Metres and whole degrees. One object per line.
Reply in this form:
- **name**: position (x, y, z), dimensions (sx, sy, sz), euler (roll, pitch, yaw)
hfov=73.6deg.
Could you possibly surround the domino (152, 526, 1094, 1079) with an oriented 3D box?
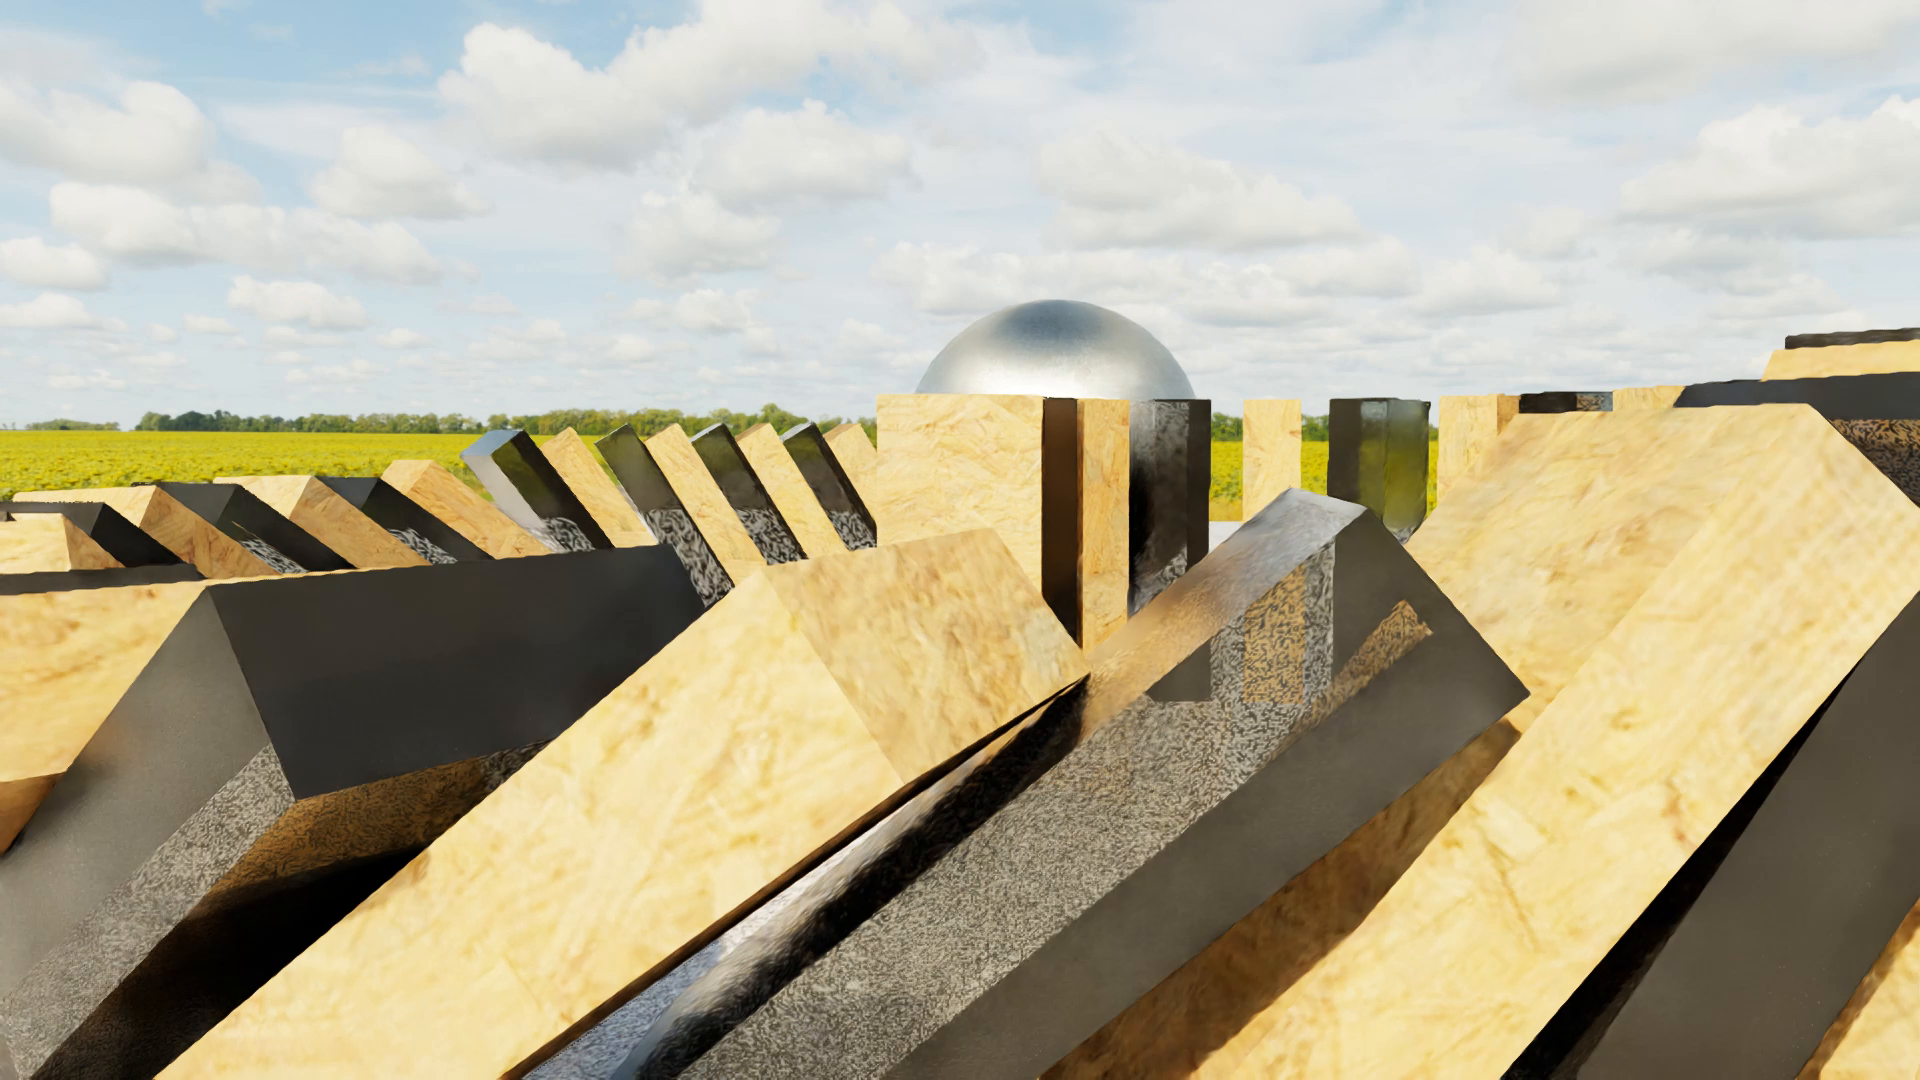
- **domino**: position (-0.019, 0.019, 0.066), dimensions (0.050, 0.010, 0.025), euler (-38, -10, 20)

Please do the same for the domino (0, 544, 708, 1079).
- **domino**: position (-0.037, 0.019, 0.071), dimensions (0.050, 0.009, 0.025), euler (-39, -17, 28)

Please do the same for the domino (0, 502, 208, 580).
- **domino**: position (-0.126, 0.011, 0.194), dimensions (0.025, 0.010, 0.050), euler (0, -28, 6)

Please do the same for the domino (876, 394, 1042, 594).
- **domino**: position (0.000, 0.002, 0.201), dimensions (0.025, 0.050, 0.009), euler (0, 4, 1)

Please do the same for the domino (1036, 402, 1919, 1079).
- **domino**: position (0.023, 0.015, 0.068), dimensions (0.010, 0.050, 0.025), euler (40, 1, -6)

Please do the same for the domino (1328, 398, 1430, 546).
- **domino**: position (0.072, 0.001, 0.223), dimensions (0.009, 0.050, 0.025), euler (3, 5, 35)

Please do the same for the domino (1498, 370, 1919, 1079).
- **domino**: position (0.038, 0.014, 0.071), dimensions (0.009, 0.050, 0.025), euler (35, -1, -9)

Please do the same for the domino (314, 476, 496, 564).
- **domino**: position (-0.110, 0.005, 0.266), dimensions (0.025, 0.010, 0.050), euler (3, -29, 33)

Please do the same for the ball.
- **ball**: position (0.025, -0.023, 0.338), dimensions (0.080, 0.080, 0.080), euler (0, 4, 0)

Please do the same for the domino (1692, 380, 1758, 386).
- **domino**: position (0.104, 0.006, 0.158), dimensions (0.025, 0.050, 0.009), euler (0, 4, 1)

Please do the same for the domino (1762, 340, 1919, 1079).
- **domino**: position (0.055, 0.012, 0.078), dimensions (0.009, 0.050, 0.025), euler (27, -4, -19)

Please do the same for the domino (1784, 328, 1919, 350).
- **domino**: position (0.069, 0.010, 0.089), dimensions (0.010, 0.050, 0.025), euler (16, -6, -36)

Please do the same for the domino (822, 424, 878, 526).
- **domino**: position (-0.020, -0.007, 0.338), dimensions (0.009, 0.050, 0.025), euler (-33, 12, -12)

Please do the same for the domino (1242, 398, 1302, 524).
- **domino**: position (0.055, 0.000, 0.230), dimensions (0.010, 0.050, 0.025), euler (1, 4, 12)

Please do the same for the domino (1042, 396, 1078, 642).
- **domino**: position (0.007, 0.001, 0.216), dimensions (0.025, 0.050, 0.009), euler (3, 6, 39)

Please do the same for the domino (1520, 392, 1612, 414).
- **domino**: position (0.097, 0.003, 0.195), dimensions (0.025, 0.050, 0.009), euler (-2, 5, -28)

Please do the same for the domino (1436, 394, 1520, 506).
- **domino**: position (0.088, 0.002, 0.208), dimensions (0.025, 0.050, 0.009), euler (-4, 6, -40)

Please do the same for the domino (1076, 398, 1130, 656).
- **domino**: position (0.018, 0.001, 0.226), dimensions (0.010, 0.050, 0.025), euler (-3, 5, -32)

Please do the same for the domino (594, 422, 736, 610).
- **domino**: position (-0.074, -0.005, 0.323), dimensions (0.009, 0.050, 0.025), euler (-34, 13, -12)

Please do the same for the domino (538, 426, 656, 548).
- **domino**: position (-0.085, -0.004, 0.316), dimensions (0.009, 0.050, 0.025), euler (-37, 14, -13)

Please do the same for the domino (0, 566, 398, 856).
- **domino**: position (-0.056, 0.019, 0.081), dimensions (0.050, 0.010, 0.025), euler (-38, -20, 35)

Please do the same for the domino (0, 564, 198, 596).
- **domino**: position (-0.073, 0.018, 0.092), dimensions (0.025, 0.010, 0.050), euler (-4, -26, -43)

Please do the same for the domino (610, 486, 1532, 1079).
- **domino**: position (0.002, 0.018, 0.066), dimensions (0.050, 0.009, 0.025), euler (-41, -2, 9)

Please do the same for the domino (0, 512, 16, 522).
- **domino**: position (-0.117, 0.013, 0.153), dimensions (0.025, 0.009, 0.050), euler (-3, -27, -12)

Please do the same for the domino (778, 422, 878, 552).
- **domino**: position (-0.031, -0.006, 0.335), dimensions (0.009, 0.050, 0.025), euler (-33, 12, -12)

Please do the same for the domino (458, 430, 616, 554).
- **domino**: position (-0.094, -0.003, 0.301), dimensions (0.010, 0.050, 0.025), euler (-44, 27, -25)

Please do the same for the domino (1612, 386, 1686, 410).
- **domino**: position (0.103, 0.004, 0.176), dimensions (0.025, 0.050, 0.010), euler (-1, 4, -9)

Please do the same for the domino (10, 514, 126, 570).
- **domino**: position (-0.122, 0.012, 0.174), dimensions (0.025, 0.010, 0.050), euler (0, -27, -4)

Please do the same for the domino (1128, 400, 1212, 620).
- **domino**: position (0.037, 0.000, 0.231), dimensions (0.009, 0.050, 0.025), euler (0, 4, -3)

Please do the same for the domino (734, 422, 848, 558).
- **domino**: position (-0.042, -0.006, 0.333), dimensions (0.009, 0.050, 0.025), euler (-33, 13, -12)

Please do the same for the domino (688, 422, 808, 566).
- **domino**: position (-0.053, -0.006, 0.331), dimensions (0.010, 0.050, 0.025), euler (-33, 13, -12)

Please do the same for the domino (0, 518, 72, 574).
- **domino**: position (-0.086, 0.016, 0.102), dimensions (0.025, 0.009, 0.050), euler (-7, -26, -38)

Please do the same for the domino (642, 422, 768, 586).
- **domino**: position (-0.064, -0.006, 0.328), dimensions (0.010, 0.050, 0.025), euler (-33, 12, -12)

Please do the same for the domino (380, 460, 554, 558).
- **domino**: position (-0.104, 0.002, 0.285), dimensions (0.025, 0.010, 0.050), euler (4, -33, 49)

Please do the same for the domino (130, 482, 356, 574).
- **domino**: position (-0.123, 0.007, 0.232), dimensions (0.025, 0.009, 0.050), euler (2, -30, 22)

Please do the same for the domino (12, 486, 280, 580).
- **domino**: position (-0.126, 0.009, 0.211), dimensions (0.025, 0.010, 0.050), euler (-2, -29, 12)

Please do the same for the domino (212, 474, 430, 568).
- **domino**: position (-0.117, 0.005, 0.247), dimensions (0.025, 0.010, 0.050), euler (0, -31, 24)
